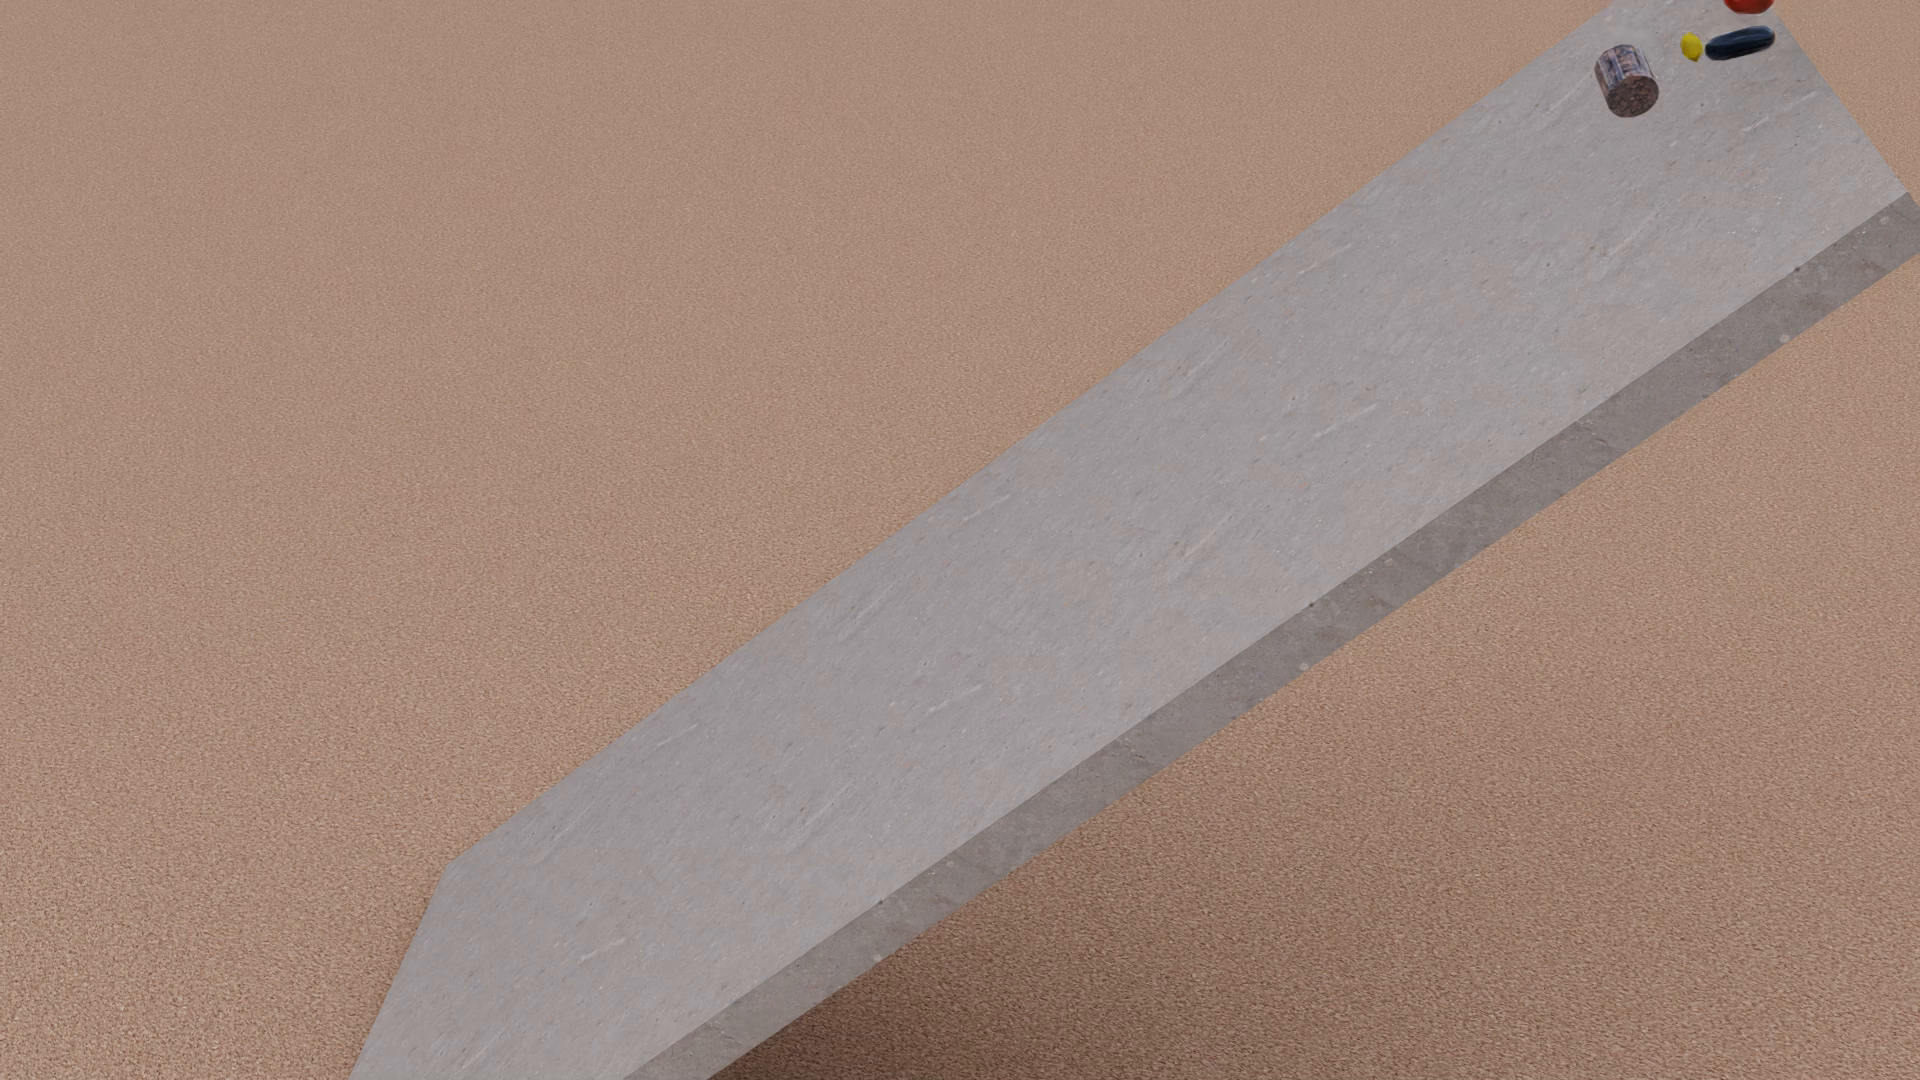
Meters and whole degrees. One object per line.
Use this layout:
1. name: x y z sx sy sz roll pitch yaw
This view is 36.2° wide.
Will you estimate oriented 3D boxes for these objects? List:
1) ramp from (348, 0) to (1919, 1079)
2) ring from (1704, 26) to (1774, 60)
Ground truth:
1. ramp: 0.119 0.186 6.345 4.000 0.100 2.000 -36 16 18
2. ring: 1.465 -0.933 5.525 0.131 0.044 0.131 -13 2 0
